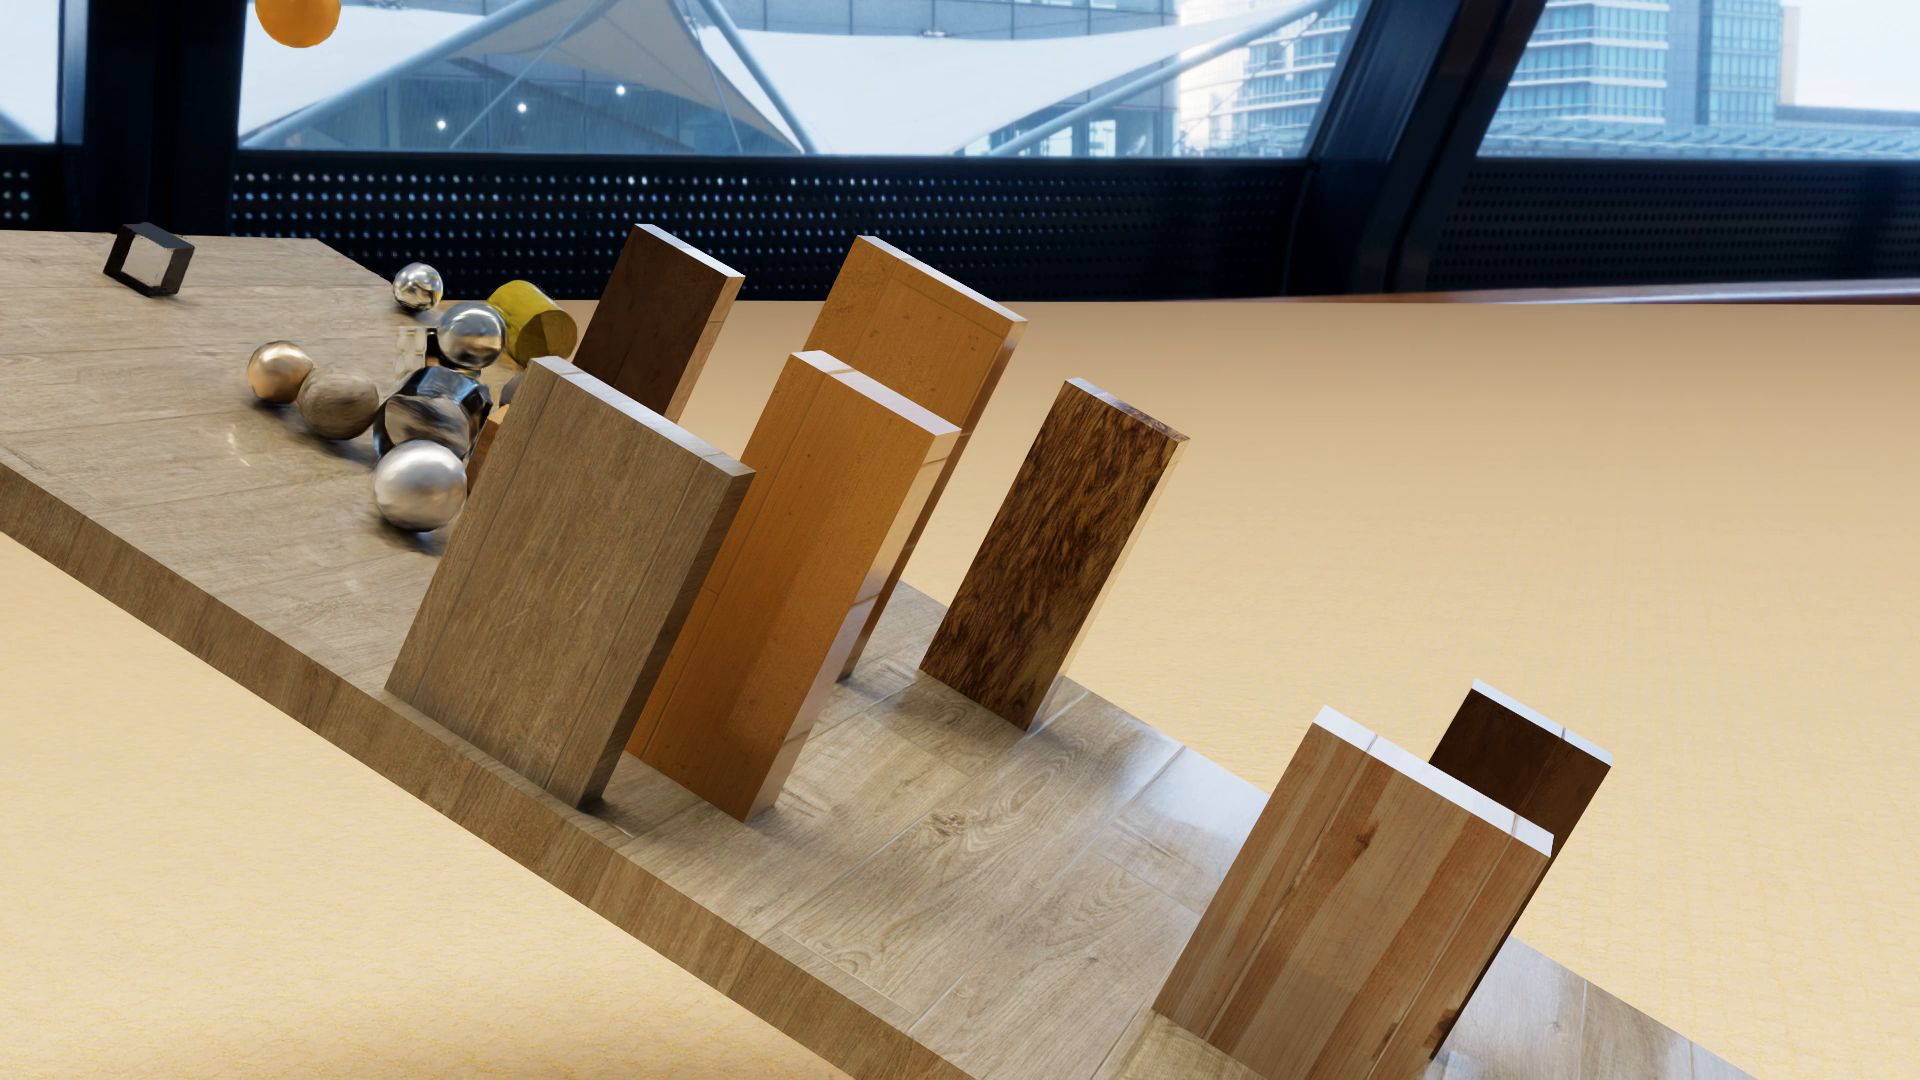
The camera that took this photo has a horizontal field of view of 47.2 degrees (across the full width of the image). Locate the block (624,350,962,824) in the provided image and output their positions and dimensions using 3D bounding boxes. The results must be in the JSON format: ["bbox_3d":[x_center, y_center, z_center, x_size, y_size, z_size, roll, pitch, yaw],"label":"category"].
[{"bbox_3d":[-0.282,0.074,3.488,0.264,0.701,0.133,30,14,12],"label":"block"}]

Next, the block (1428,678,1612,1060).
[{"bbox_3d":[0.882,0.588,3.926,0.269,0.625,0.099,30,14,12],"label":"block"}]

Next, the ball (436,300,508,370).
[{"bbox_3d":[-1.017,-0.426,4.585,0.144,0.144,0.144,0,7,0],"label":"ball"}]

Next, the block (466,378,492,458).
[{"bbox_3d":[-1.046,-0.265,4.518,0.122,0.122,0.122,21,15,-23],"label":"block"}]

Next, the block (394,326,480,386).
[{"bbox_3d":[-1.112,-0.385,4.691,0.130,0.130,0.130,2,5,-41],"label":"block"}]

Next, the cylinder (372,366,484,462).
[{"bbox_3d":[-1.032,-0.228,4.278,0.184,0.184,0.184,0,17,-3],"label":"cylinder"}]

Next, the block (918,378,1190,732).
[{"bbox_3d":[0.192,0.030,4.552,0.264,0.683,0.119,30,14,12],"label":"block"}]

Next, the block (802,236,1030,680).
[{"bbox_3d":[-0.205,-0.156,4.276,0.350,0.789,0.102,30,14,12],"label":"block"}]

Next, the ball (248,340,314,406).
[{"bbox_3d":[-1.306,-0.322,4.230,0.124,0.124,0.124,0,7,0],"label":"ball"}]

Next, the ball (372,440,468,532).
[{"bbox_3d":[-0.970,-0.097,3.955,0.167,0.167,0.167,0,7,0],"label":"ball"}]

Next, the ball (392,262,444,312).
[{"bbox_3d":[-1.302,-0.606,5.286,0.119,0.119,0.119,0,7,0],"label":"ball"}]

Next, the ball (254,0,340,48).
[{"bbox_3d":[-1.241,-1.000,4.122,0.154,0.154,0.154,0,7,0],"label":"ball"}]

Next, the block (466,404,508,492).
[{"bbox_3d":[-0.880,-0.157,4.370,0.151,0.151,0.151,26,14,-5],"label":"block"}]

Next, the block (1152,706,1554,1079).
[{"bbox_3d":[0.625,0.613,3.523,0.410,0.549,0.142,30,14,12],"label":"block"}]

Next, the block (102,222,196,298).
[{"bbox_3d":[-1.668,-0.577,4.526,0.110,0.110,0.110,28,14,5],"label":"block"}]

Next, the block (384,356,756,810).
[{"bbox_3d":[-0.583,0.062,3.262,0.357,0.564,0.086,30,14,12],"label":"block"}]

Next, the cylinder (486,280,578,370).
[{"bbox_3d":[-1.043,-0.517,5.329,0.169,0.169,0.169,-6,33,-42],"label":"cylinder"}]

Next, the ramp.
[{"bbox_3d":[-0.228,0.380,4.151,4.000,0.100,2.000,30,14,12],"label":"ramp"}]

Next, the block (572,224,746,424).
[{"bbox_3d":[-0.708,-0.427,4.936,0.251,0.498,0.099,30,14,12],"label":"block"}]

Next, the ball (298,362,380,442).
[{"bbox_3d":[-1.186,-0.264,4.197,0.150,0.150,0.150,0,7,0],"label":"ball"}]

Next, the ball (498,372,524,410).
[{"bbox_3d":[-0.924,-0.293,4.777,0.152,0.152,0.152,0,7,0],"label":"ball"}]
